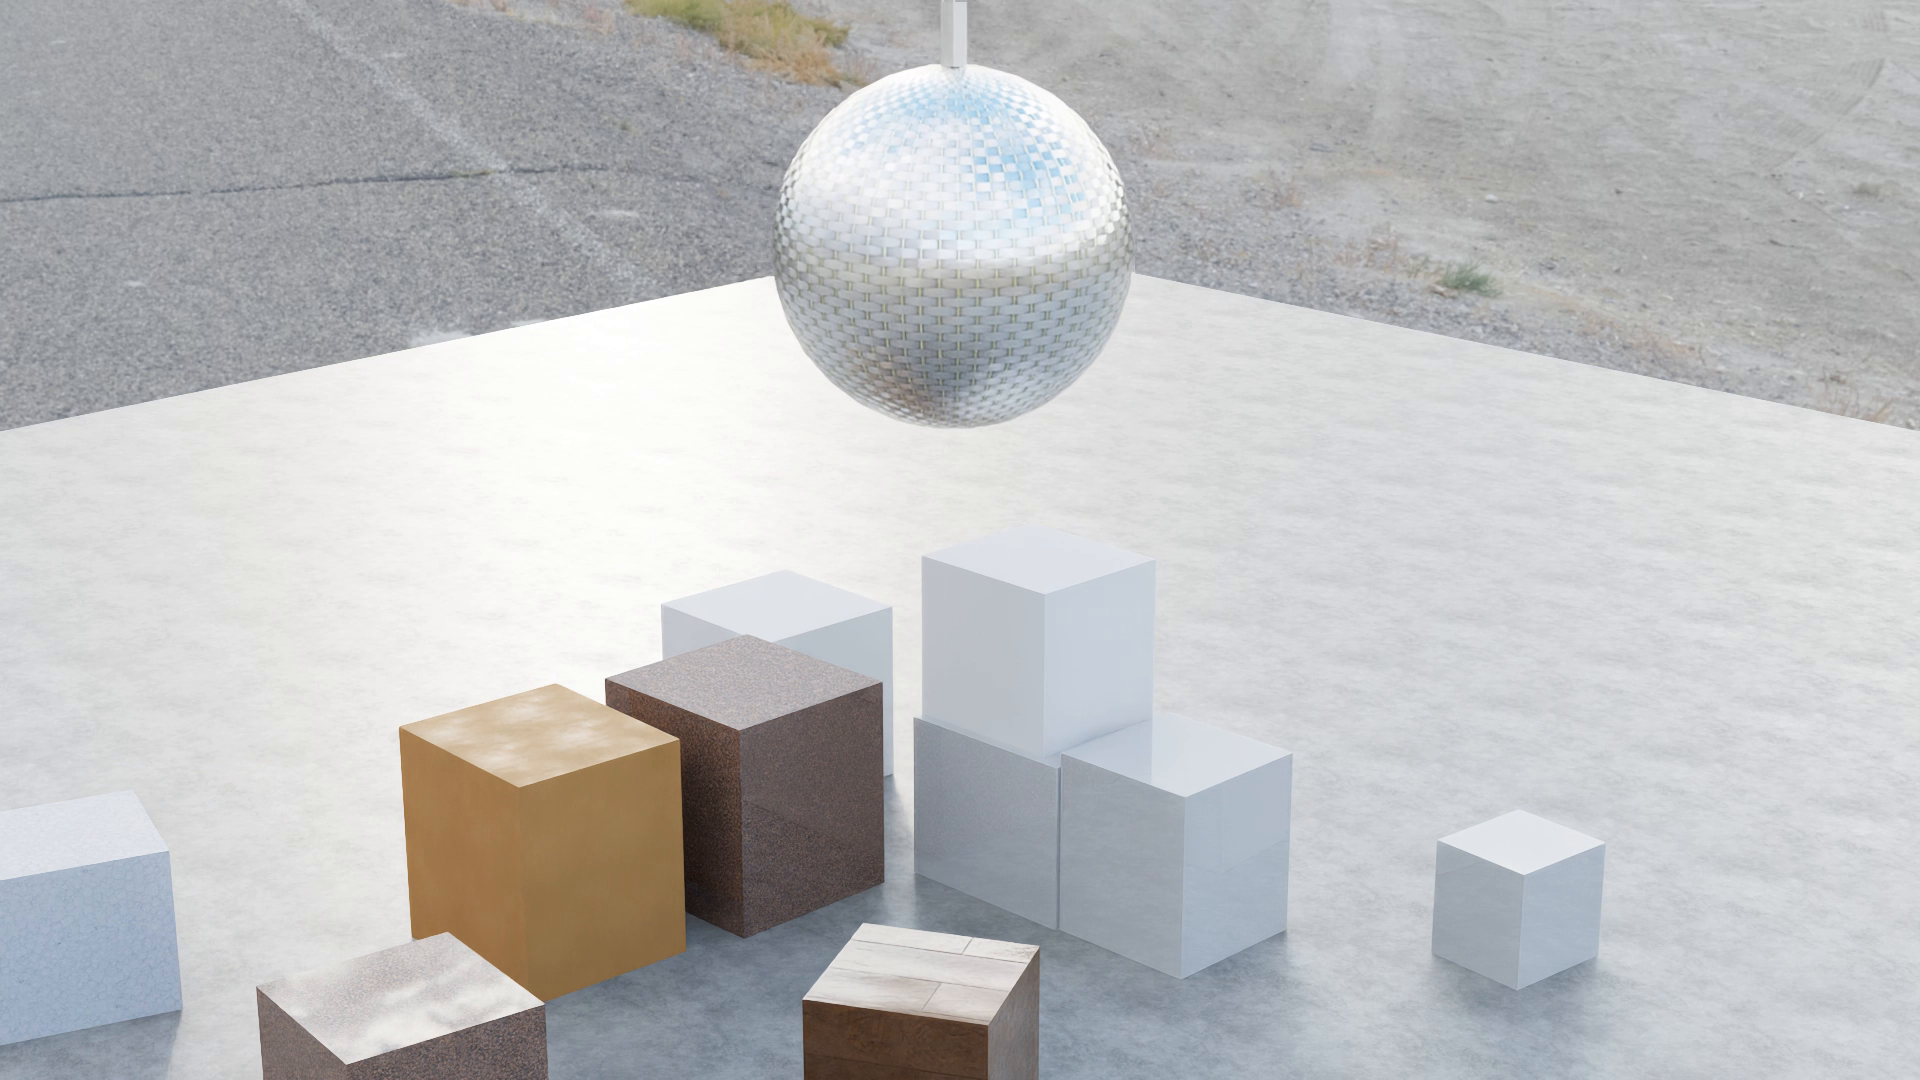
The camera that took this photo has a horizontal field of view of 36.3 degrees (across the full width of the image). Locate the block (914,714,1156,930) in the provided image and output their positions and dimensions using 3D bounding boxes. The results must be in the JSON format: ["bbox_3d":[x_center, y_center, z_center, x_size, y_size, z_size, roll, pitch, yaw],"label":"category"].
[{"bbox_3d":[0.377,1.174,13.336,0.778,0.763,0.887,-17,24,-42],"label":"block"}]

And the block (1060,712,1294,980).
[{"bbox_3d":[0.936,1.315,12.773,0.710,0.832,0.705,-17,24,-42],"label":"block"}]

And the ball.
[{"bbox_3d":[-0.032,-1.286,12.904,1.600,1.600,1.600,0,17,0],"label":"ball"}]

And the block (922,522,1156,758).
[{"bbox_3d":[0.350,0.434,13.169,0.710,0.750,0.767,-16,24,-42],"label":"block"}]

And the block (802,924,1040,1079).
[{"bbox_3d":[-0.136,1.937,11.046,0.710,0.680,0.688,5,18,16],"label":"block"}]

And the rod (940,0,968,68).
[{"bbox_3d":[-0.014,-4.535,11.902,0.080,5.200,0.080,17,24,42],"label":"rod"}]

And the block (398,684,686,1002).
[{"bbox_3d":[-1.792,1.288,12.607,0.808,0.983,0.921,-15,23,-39],"label":"block"}]

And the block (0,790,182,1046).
[{"bbox_3d":[-3.738,1.560,12.194,0.792,0.712,0.729,-8,19,-25],"label":"block"}]

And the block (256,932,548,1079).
[{"bbox_3d":[-2.051,1.996,10.834,0.783,0.694,0.766,-13,21,-35],"label":"block"}]

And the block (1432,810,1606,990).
[{"bbox_3d":[2.394,1.535,12.581,0.533,0.527,0.478,-14,22,-37],"label":"block"}]

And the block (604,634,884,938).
[{"bbox_3d":[-0.968,1.090,13.251,0.918,0.974,0.847,17,24,42],"label":"block"}]

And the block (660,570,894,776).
[{"bbox_3d":[-0.902,0.738,14.531,0.803,0.878,0.815,-16,23,-41],"label":"block"}]
